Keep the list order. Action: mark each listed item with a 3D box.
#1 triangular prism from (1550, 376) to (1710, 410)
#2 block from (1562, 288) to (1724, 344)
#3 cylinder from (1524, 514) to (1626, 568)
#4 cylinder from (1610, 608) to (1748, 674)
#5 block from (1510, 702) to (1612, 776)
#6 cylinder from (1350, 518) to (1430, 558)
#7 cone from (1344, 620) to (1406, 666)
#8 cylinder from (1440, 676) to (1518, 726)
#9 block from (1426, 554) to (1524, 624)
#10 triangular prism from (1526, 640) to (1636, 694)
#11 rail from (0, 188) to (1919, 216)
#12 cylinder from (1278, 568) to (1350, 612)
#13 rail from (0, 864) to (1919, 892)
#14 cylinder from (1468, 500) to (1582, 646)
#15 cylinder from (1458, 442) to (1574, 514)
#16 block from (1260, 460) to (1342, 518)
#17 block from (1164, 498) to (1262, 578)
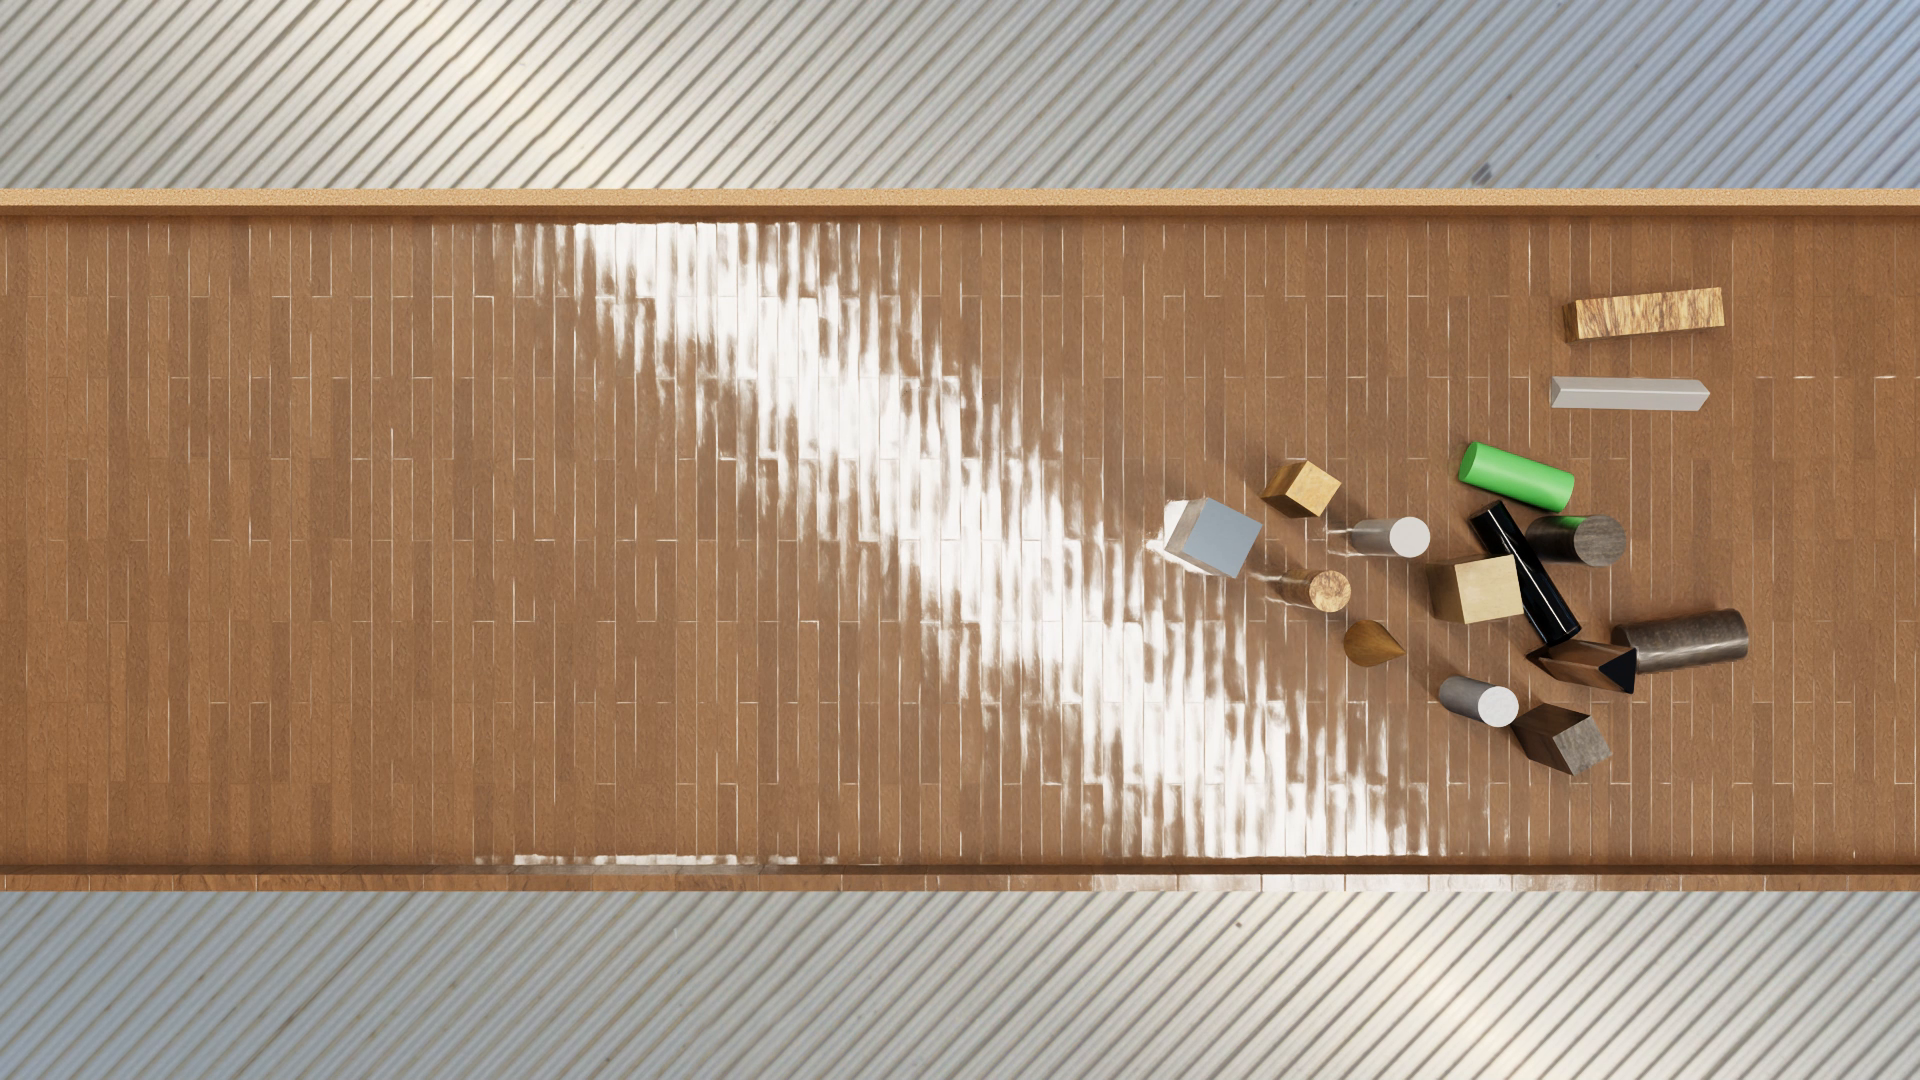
[{"bbox_3d":[2.045,-0.450,5.034,0.452,0.081,0.093,1,90,0],"label":"triangular prism"},{"bbox_3d":[2.076,-0.683,5.019,0.438,0.115,0.115,-5,90,0],"label":"block"},{"bbox_3d":[1.812,0.001,4.873,0.149,0.407,0.149,0,90,0],"label":"cylinder"},{"bbox_3d":[2.179,0.309,4.999,0.351,0.155,0.155,-9,90,0],"label":"cylinder"},{"bbox_3d":[1.774,0.587,4.888,0.127,0.376,0.127,-29,90,0],"label":"block"},{"bbox_3d":[1.260,-0.008,4.847,0.113,0.460,0.113,0,90,0],"label":"cylinder"},{"bbox_3d":[1.253,0.318,4.849,0.145,0.456,0.145,0,90,0],"label":"cone"},{"bbox_3d":[1.532,0.475,4.885,0.115,0.384,0.115,0,90,0],"label":"cylinder"},{"bbox_3d":[1.531,0.142,4.923,0.173,0.306,0.173,-10,90,0],"label":"block"},{"bbox_3d":[1.853,0.350,4.873,0.130,0.403,0.113,35,85,-9],"label":"triangular prism"},{"bbox_3d":[-2.247,-1.025,5.002,12.000,0.150,0.050,0,90,0],"label":"rail"},{"bbox_3d":[1.039,0.144,4.853,0.116,0.448,0.116,0,90,0],"label":"cylinder"},{"bbox_3d":[-2.247,1.025,5.001,12.000,0.150,0.050,0,90,0],"label":"rail"},{"bbox_3d":[1.719,0.101,5.020,0.113,0.113,0.458,-32,90,0],"label":"cylinder"},{"bbox_3d":[1.690,-0.190,5.012,0.308,0.128,0.128,19,90,0],"label":"cylinder"},{"bbox_3d":[1.001,-0.145,4.874,0.114,0.404,0.114,33,90,0],"label":"block"},{"bbox_3d":[0.742,-0.006,4.870,0.171,0.413,0.171,27,90,0],"label":"block"}]
